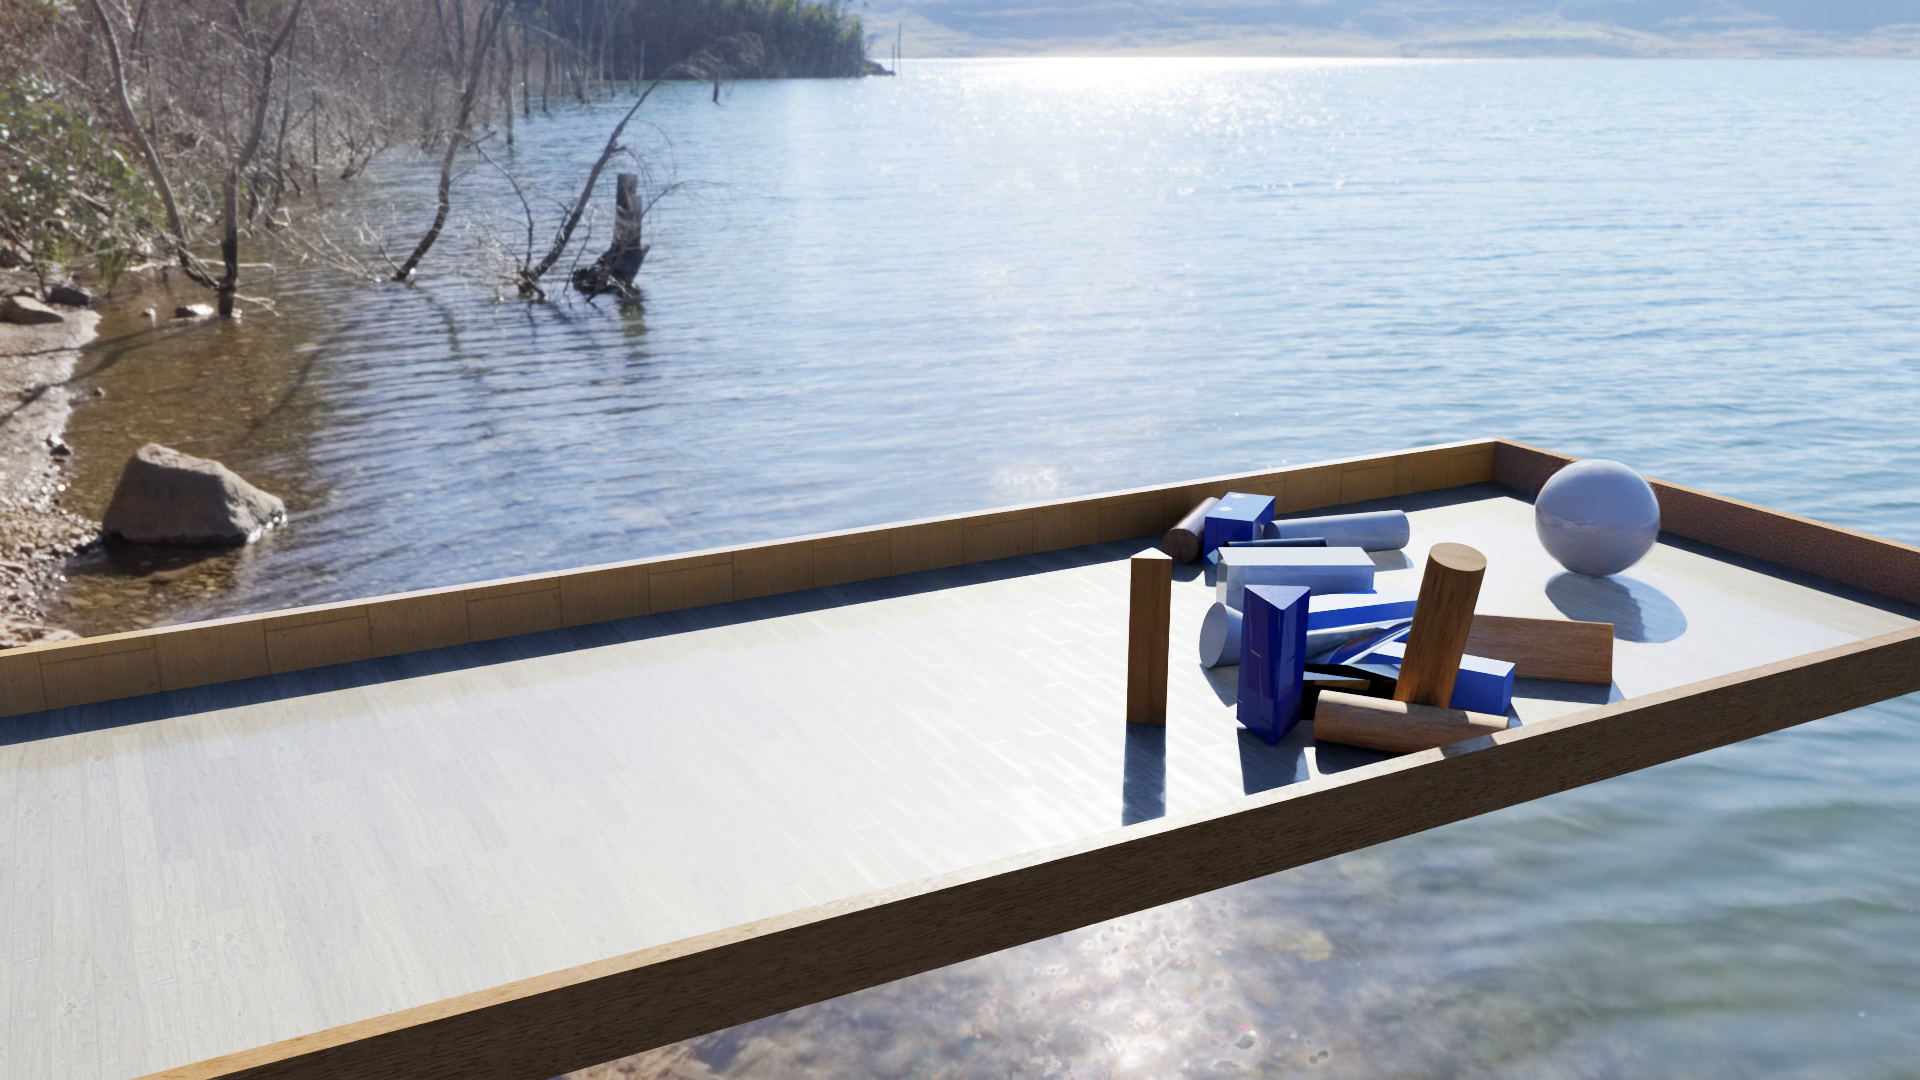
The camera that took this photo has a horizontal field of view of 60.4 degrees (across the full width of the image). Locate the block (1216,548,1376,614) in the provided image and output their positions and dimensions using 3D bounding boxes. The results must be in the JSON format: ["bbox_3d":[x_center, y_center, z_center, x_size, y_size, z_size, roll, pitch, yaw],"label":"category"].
[{"bbox_3d":[0.936,0.126,4.626,0.405,0.169,0.169,0,16,0],"label":"block"}]

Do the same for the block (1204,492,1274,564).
[{"bbox_3d":[0.883,-0.035,5.207,0.150,0.150,0.316,7,18,21],"label":"block"}]

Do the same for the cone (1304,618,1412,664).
[{"bbox_3d":[0.994,0.243,4.048,0.376,0.151,0.151,-19,15,6],"label":"cone"}]

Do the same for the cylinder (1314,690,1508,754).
[{"bbox_3d":[1.011,0.425,3.705,0.408,0.116,0.116,7,18,23],"label":"cylinder"}]

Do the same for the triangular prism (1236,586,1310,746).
[{"bbox_3d":[0.701,0.275,3.783,0.126,0.342,0.145,15,27,32],"label":"triangular prism"}]

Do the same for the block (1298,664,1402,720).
[{"bbox_3d":[0.917,0.363,3.938,0.441,0.102,0.102,0,16,0],"label":"block"}]

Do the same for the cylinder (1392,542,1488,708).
[{"bbox_3d":[1.074,0.233,3.722,0.125,0.456,0.125,4,30,-2],"label":"cylinder"}]

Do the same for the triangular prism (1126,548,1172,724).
[{"bbox_3d":[0.443,0.225,3.867,0.093,0.407,0.080,2,16,7],"label":"triangular prism"}]

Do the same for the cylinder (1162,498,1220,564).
[{"bbox_3d":[0.754,-0.033,5.261,0.116,0.116,0.400,7,18,22],"label":"cylinder"}]

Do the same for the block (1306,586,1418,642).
[{"bbox_3d":[1.028,0.216,4.420,0.430,0.113,0.113,-5,17,-18],"label":"block"}]

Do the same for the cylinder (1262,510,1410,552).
[{"bbox_3d":[1.182,-0.014,5.181,0.450,0.125,0.125,-5,17,-16],"label":"cylinder"}]

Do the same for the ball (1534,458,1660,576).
[{"bbox_3d":[1.909,-0.067,4.952,0.355,0.355,0.355,0,16,0],"label":"ball"}]

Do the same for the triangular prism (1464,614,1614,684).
[{"bbox_3d":[1.444,0.261,4.218,0.415,0.133,0.154,4,16,13],"label":"triangular prism"}]

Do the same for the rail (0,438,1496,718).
[{"bbox_3d":[-3.305,0.497,3.399,12.000,0.150,0.050,-9,18,-27],"label":"rail"}]

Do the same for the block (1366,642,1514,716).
[{"bbox_3d":[1.173,0.334,4.040,0.332,0.100,0.100,10,19,30],"label":"block"}]

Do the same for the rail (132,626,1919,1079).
[{"bbox_3d":[-2.336,1.006,1.665,12.000,0.150,0.050,-9,18,-27],"label":"rail"}]

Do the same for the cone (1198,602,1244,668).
[{"bbox_3d":[0.809,0.275,4.269,0.336,0.172,0.172,11,14,-13],"label":"cone"}]

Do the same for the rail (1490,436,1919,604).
[{"bbox_3d":[2.466,-0.048,5.253,0.050,0.150,2.100,-9,18,-27],"label":"rail"}]

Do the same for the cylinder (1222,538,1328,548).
[{"bbox_3d":[0.955,0.049,5.004,0.300,0.104,0.104,-2,17,-8],"label":"cylinder"}]
